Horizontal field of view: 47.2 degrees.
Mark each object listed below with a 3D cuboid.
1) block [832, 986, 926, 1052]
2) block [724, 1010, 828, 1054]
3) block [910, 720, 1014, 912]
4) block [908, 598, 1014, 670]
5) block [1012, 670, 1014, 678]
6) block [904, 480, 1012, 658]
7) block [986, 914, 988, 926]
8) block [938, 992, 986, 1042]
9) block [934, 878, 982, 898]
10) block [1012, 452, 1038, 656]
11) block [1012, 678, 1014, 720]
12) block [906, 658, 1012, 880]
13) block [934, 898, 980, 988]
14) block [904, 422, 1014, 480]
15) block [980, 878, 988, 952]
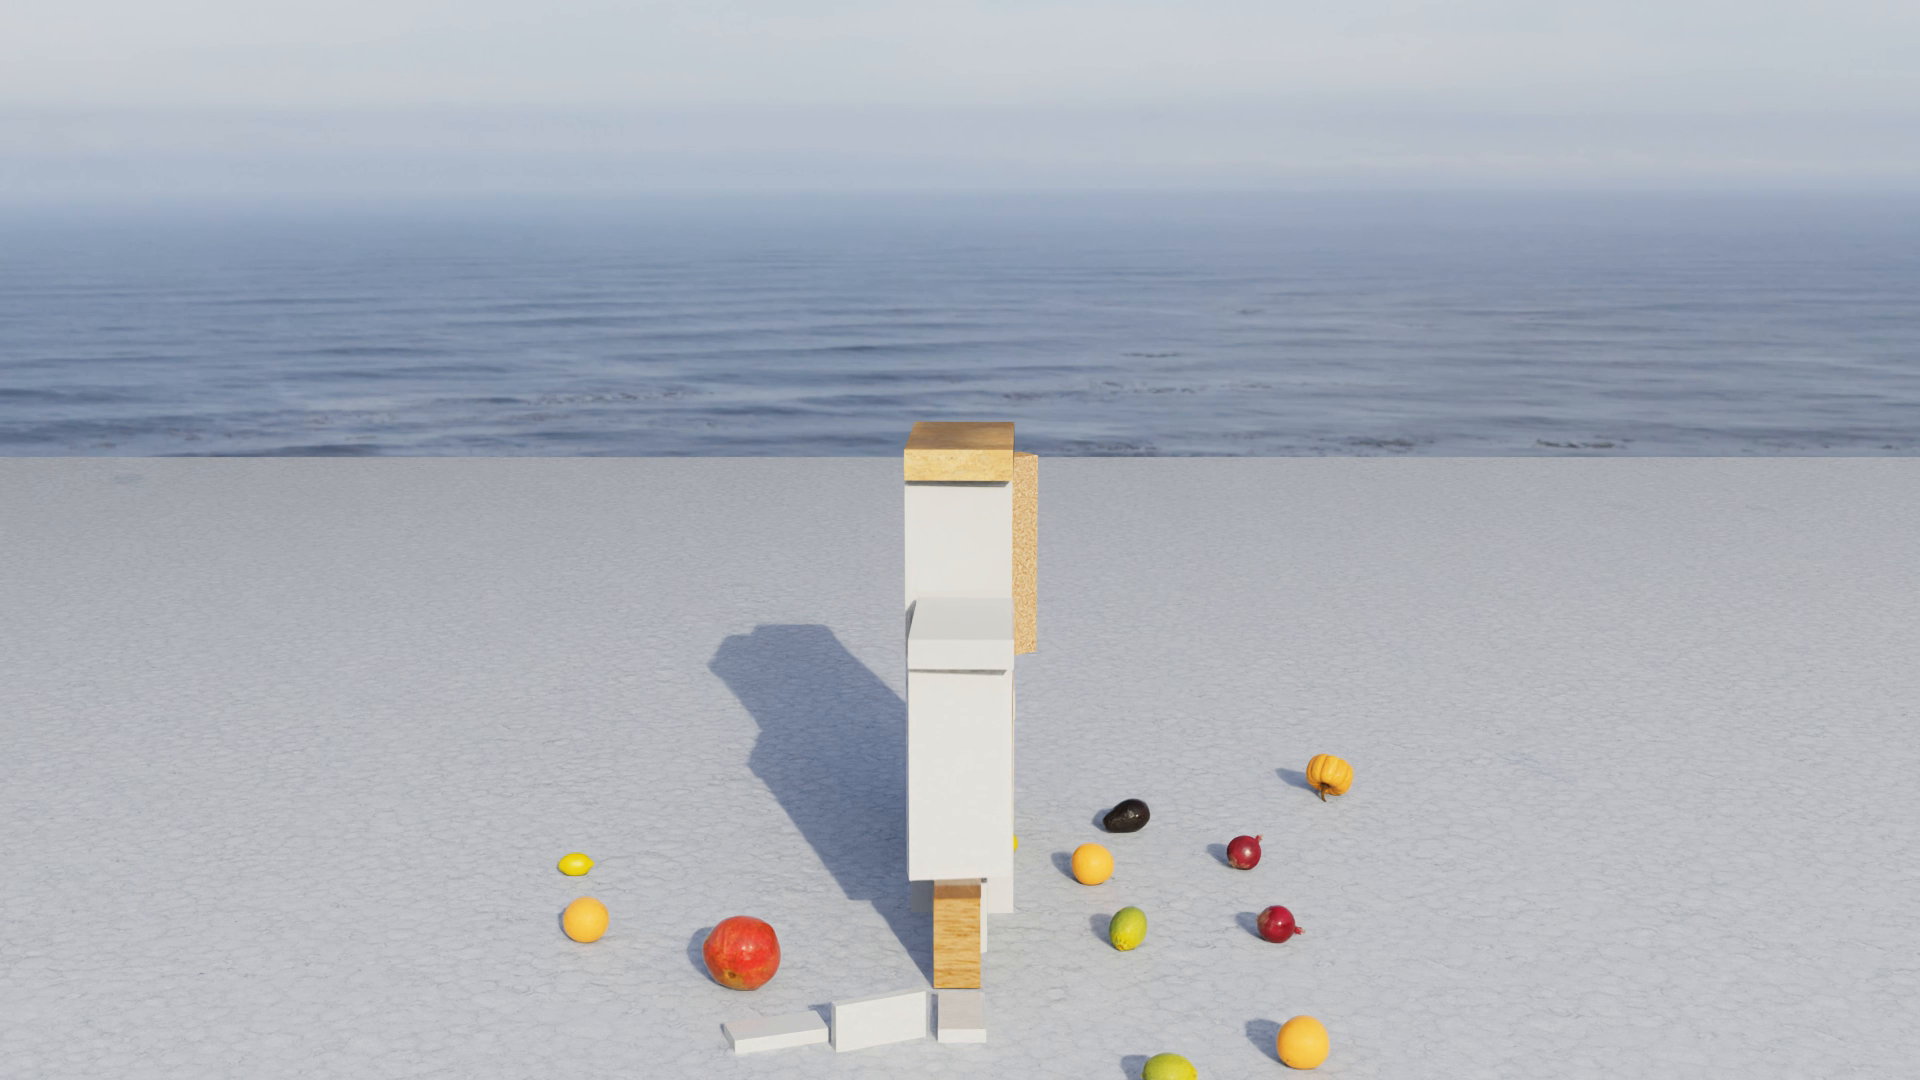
[{"bbox_3d":[-0.113,0.668,3.065,0.134,0.067,0.019,-5,11,-23],"label":"block"},{"bbox_3d":[-0.257,0.689,3.082,0.134,0.019,0.067,-4,11,-19],"label":"block"},{"bbox_3d":[0.003,0.439,3.572,0.167,0.333,0.047,0,11,0],"label":"block"},{"bbox_3d":[0.005,0.138,3.312,0.152,0.043,0.304,0,10,1],"label":"block"},{"bbox_3d":[0.005,0.292,3.440,0.152,0.304,0.043,-1,10,-3],"label":"block"},{"bbox_3d":[-0.003,0.063,3.503,0.169,0.337,0.048,0,11,-1],"label":"block"},{"bbox_3d":[0.003,0.539,3.504,0.080,0.160,0.023,1,11,6],"label":"block"},{"bbox_3d":[0.002,0.680,3.134,0.067,0.019,0.134,0,11,0],"label":"block"},{"bbox_3d":[-0.004,0.505,3.306,0.069,0.020,0.139,0,11,-1],"label":"block"},{"bbox_3d":[0.048,0.029,3.683,0.169,0.337,0.048,-8,13,-36],"label":"block"},{"bbox_3d":[0.004,0.232,3.646,0.166,0.047,0.333,0,11,0],"label":"block"},{"bbox_3d":[-0.002,0.337,3.256,0.152,0.329,0.043,-1,11,-6],"label":"block"},{"bbox_3d":[-0.004,0.594,3.264,0.069,0.139,0.020,0,2,-1],"label":"block"},{"bbox_3d":[0.003,-0.147,3.574,0.169,0.048,0.338,0,11,2],"label":"block"},{"bbox_3d":[0.001,0.558,3.401,0.080,0.160,0.023,-1,11,-4],"label":"block"}]
